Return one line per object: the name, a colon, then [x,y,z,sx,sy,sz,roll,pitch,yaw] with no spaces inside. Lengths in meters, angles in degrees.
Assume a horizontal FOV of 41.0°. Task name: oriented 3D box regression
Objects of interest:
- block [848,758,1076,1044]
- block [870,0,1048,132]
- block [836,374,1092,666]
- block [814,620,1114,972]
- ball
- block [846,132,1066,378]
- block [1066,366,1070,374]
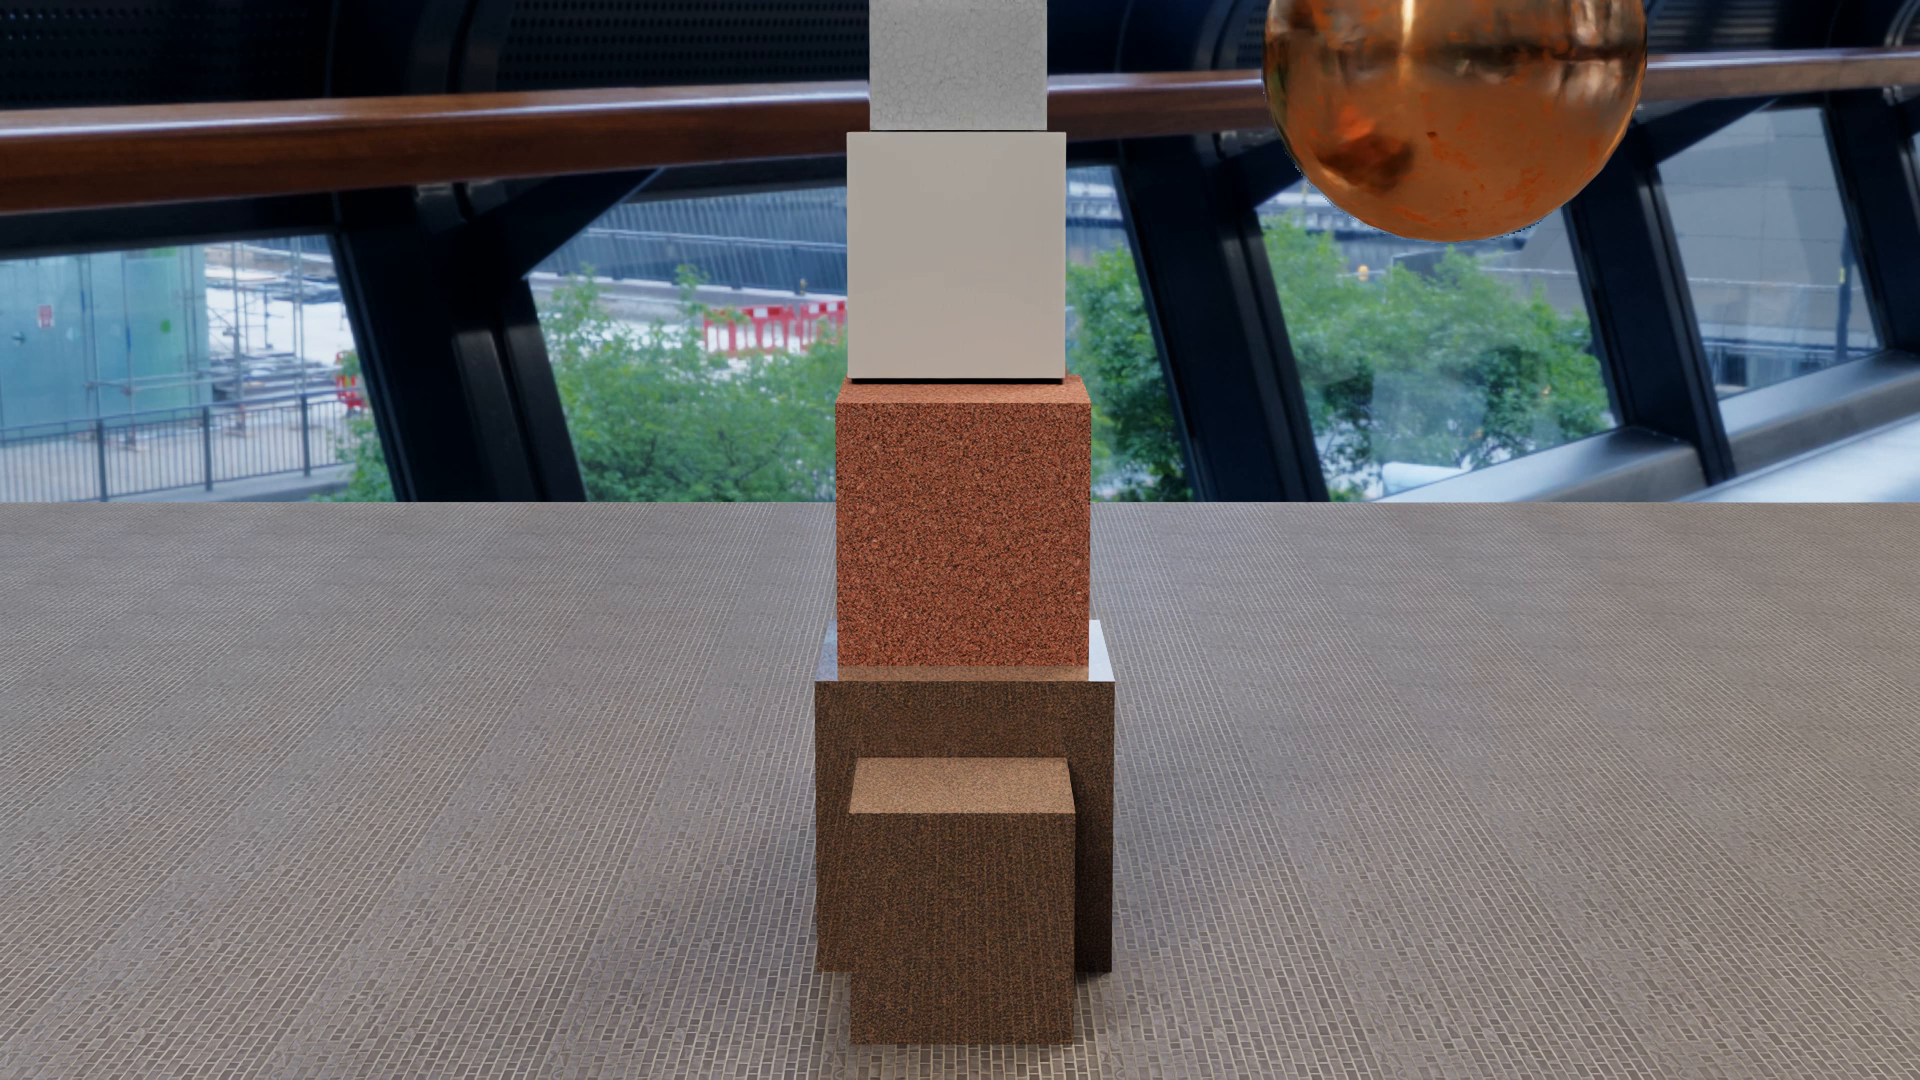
block: [0.008,1.348,9.697,0.816,0.878,0.764,0,10,0]
block: [-0.006,-2.067,10.914,0.729,0.698,0.760,0,5,0]
block: [0.013,-0.103,10.584,1.000,1.053,0.956,0,10,0]
block: [0.018,1.028,10.612,1.166,1.181,1.130,0,10,0]
ball: [2.074,-2.058,10.806,1.600,1.600,1.600,0,10,0]
block: [-0.015,-1.216,10.999,0.897,1.006,0.904,0,6,0]
block: [0.001,-0.202,11.634,0.970,1.151,1.127,0,10,0]
